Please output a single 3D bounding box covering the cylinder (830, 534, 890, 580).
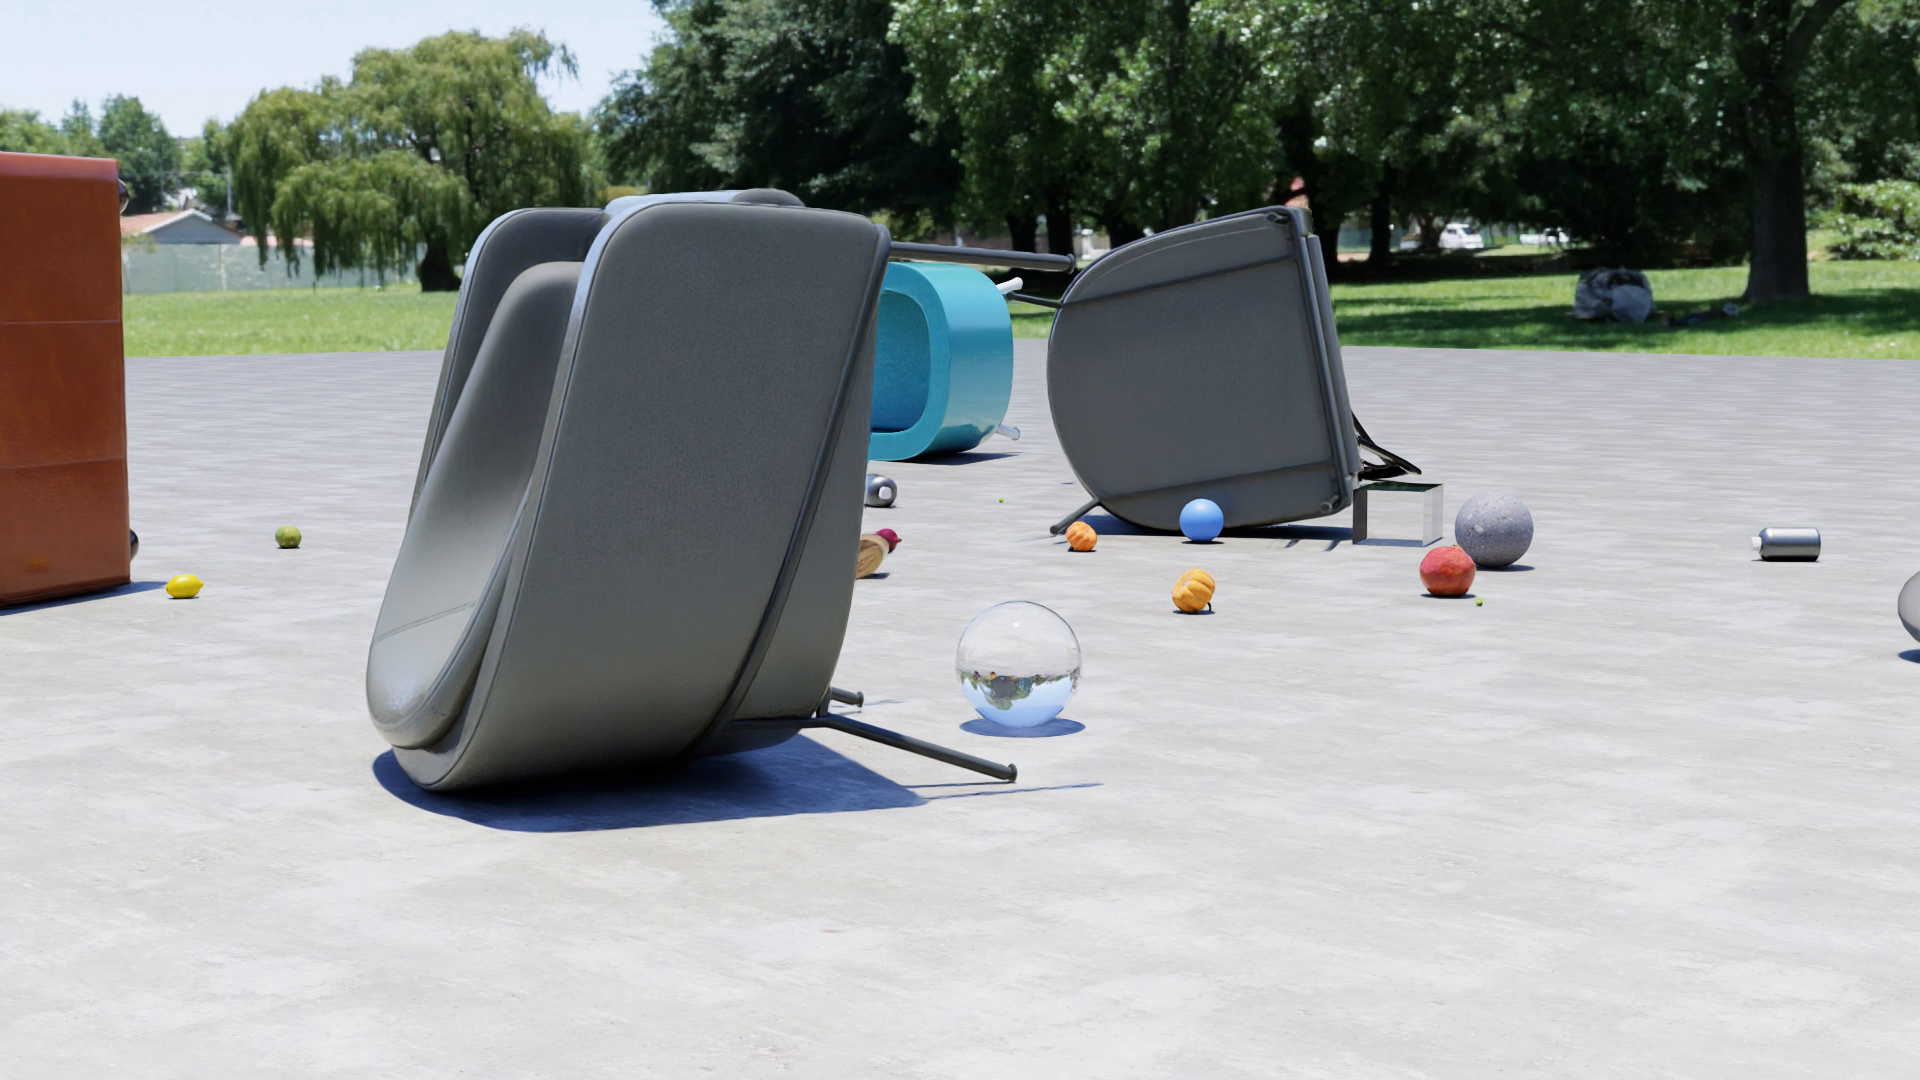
[{"bbox_3d":[-0.220,0.036,5.642,0.120,0.081,0.137,-19,4,5],"label":"cylinder"}]

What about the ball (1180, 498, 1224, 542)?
[{"bbox_3d":[0.597,-0.048,6.342,0.109,0.109,0.109,0,6,0],"label":"ball"}]

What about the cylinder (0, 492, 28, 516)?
[{"bbox_3d":[-2.634,-0.098,7.056,0.116,0.062,0.061,-5,6,-1],"label":"cylinder"}]

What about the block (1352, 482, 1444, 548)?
[{"bbox_3d":[1.090,-0.065,6.378,0.174,0.136,0.262,2,6,21],"label":"block"}]

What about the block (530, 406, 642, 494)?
[{"bbox_3d":[-1.140,-0.276,7.848,0.303,0.255,0.223,0,6,2],"label":"block"}]

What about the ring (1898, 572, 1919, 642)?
[{"bbox_3d":[1.802,0.124,4.384,0.381,0.097,0.343,13,31,36],"label":"ring"}]

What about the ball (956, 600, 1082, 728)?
[{"bbox_3d":[0.086,0.181,3.744,0.186,0.186,0.186,0,6,0],"label":"ball"}]

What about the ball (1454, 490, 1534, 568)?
[{"bbox_3d":[1.205,-0.024,5.791,0.176,0.176,0.176,0,6,0],"label":"ball"}]
